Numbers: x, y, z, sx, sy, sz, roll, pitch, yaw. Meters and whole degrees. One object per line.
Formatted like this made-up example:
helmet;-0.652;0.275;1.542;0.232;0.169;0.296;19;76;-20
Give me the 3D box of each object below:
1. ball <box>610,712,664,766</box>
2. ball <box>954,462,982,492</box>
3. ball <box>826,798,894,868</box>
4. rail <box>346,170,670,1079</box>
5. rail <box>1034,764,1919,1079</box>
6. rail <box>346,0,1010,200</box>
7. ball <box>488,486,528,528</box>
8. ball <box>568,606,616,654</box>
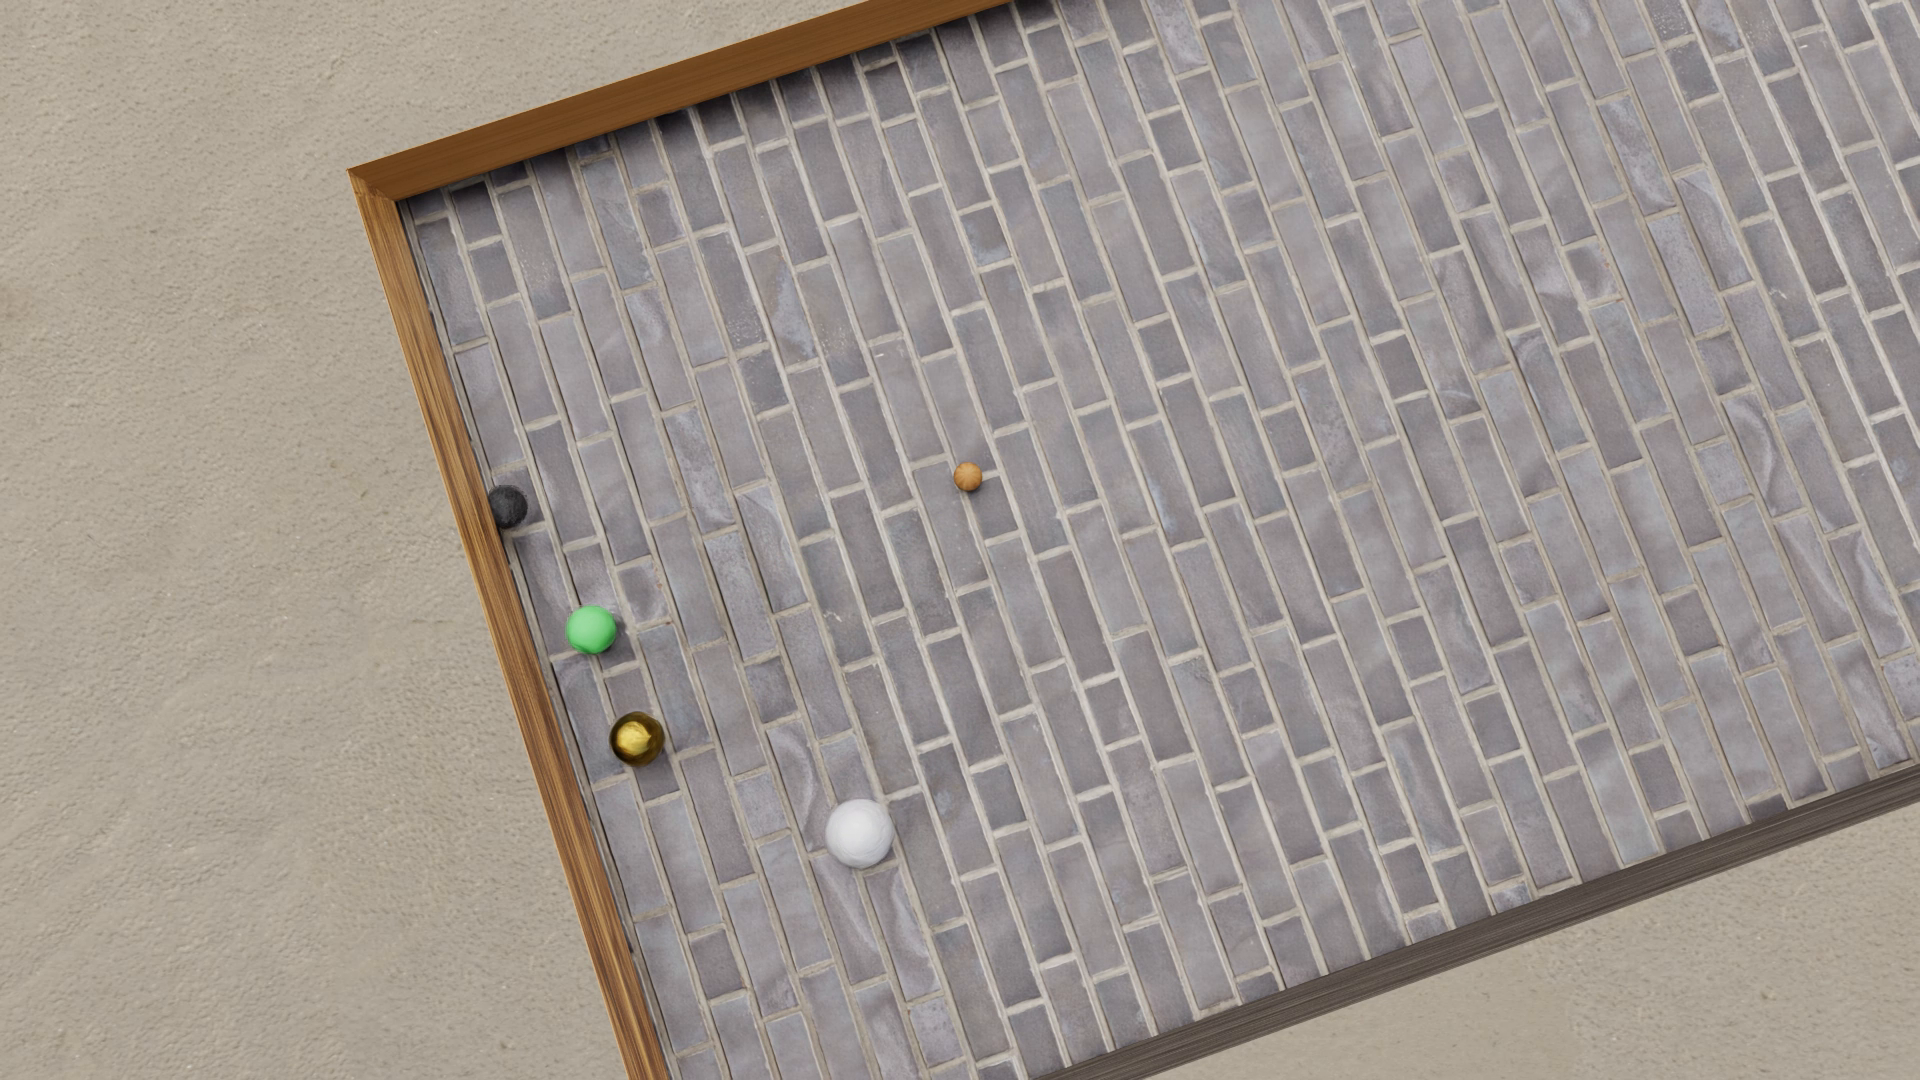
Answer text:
ball;-0.474;0.292;3.229;0.080;0.080;0.080;0;80;0
ball;0.012;-0.096;3.319;0.044;0.044;0.044;0;80;0
ball;-0.146;0.425;3.195;0.099;0.099;0.099;0;80;0
rail;-0.631;0.209;3.219;0.045;0.129;1.640;-19;80;-3
rail;0.914;0.512;3.163;2.765;0.129;0.045;-19;80;-3
rail;0.393;-0.967;3.436;2.765;0.129;0.045;-19;80;-3
ball;-0.681;-0.049;3.301;0.063;0.063;0.063;0;80;0
ball;-0.546;0.133;3.263;0.072;0.072;0.072;0;80;0
